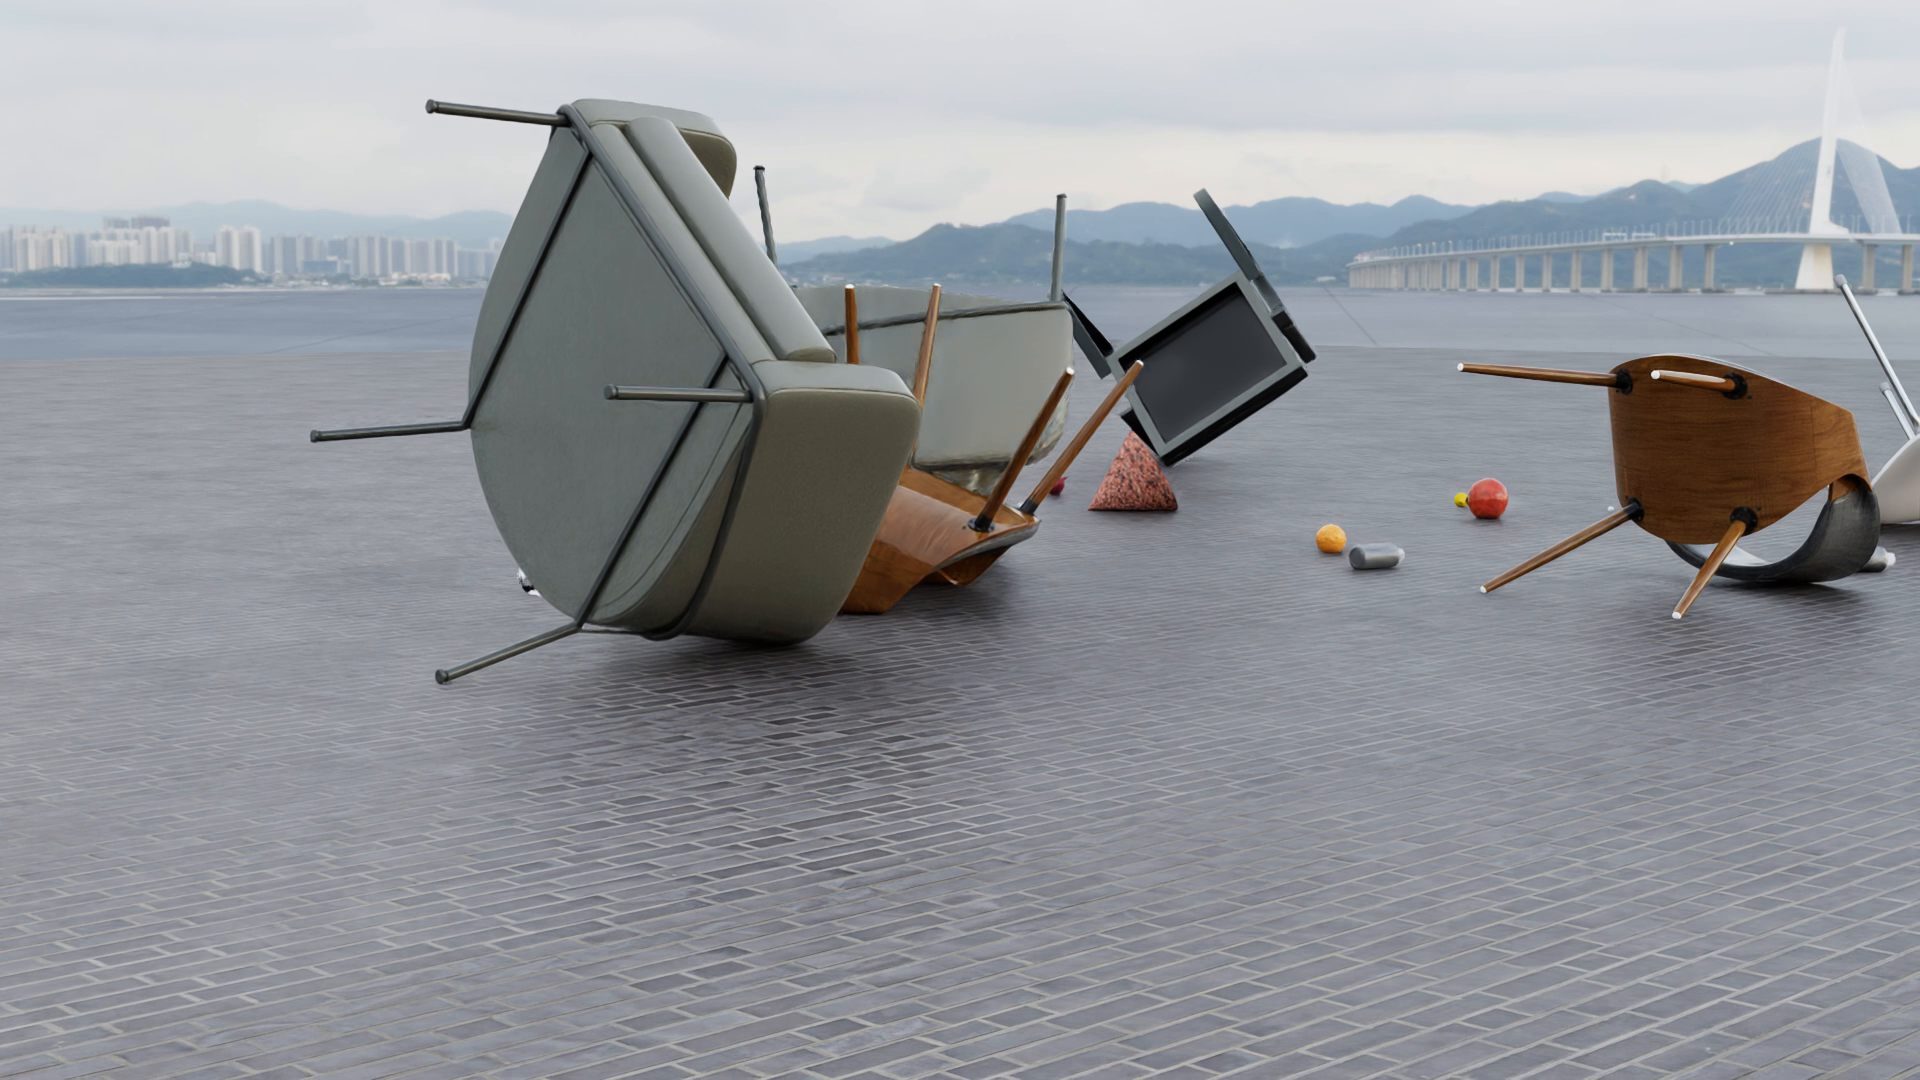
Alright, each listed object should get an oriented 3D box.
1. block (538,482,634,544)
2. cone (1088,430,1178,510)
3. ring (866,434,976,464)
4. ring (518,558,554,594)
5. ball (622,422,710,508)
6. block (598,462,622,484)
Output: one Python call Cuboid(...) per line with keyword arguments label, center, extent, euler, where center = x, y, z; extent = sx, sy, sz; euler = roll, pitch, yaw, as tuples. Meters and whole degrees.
Cuboid(label="block", center=(-0.938, -0.070, 6.428), extent=(0.187, 0.136, 0.156), euler=(-4, 7, -35))
Cuboid(label="cone", center=(0.451, -0.141, 7.220), extent=(0.220, 0.256, 0.297), euler=(-32, -19, -2))
Cuboid(label="ring", center=(-0.137, -0.320, 9.078), extent=(0.403, 0.092, 0.203), euler=(-3, 8, -19))
Cuboid(label="ring", center=(-0.879, 0.075, 5.322), extent=(0.053, 0.079, 0.087), euler=(-14, -9, 8))
Cuboid(label="ball", center=(-0.834, -0.213, 7.272), extent=(0.248, 0.248, 0.248), euler=(0, 6, 0))
Cuboid(label="block", center=(-1.096, -0.204, 8.030), extent=(0.072, 0.074, 0.106), euler=(-1, 6, -8))
